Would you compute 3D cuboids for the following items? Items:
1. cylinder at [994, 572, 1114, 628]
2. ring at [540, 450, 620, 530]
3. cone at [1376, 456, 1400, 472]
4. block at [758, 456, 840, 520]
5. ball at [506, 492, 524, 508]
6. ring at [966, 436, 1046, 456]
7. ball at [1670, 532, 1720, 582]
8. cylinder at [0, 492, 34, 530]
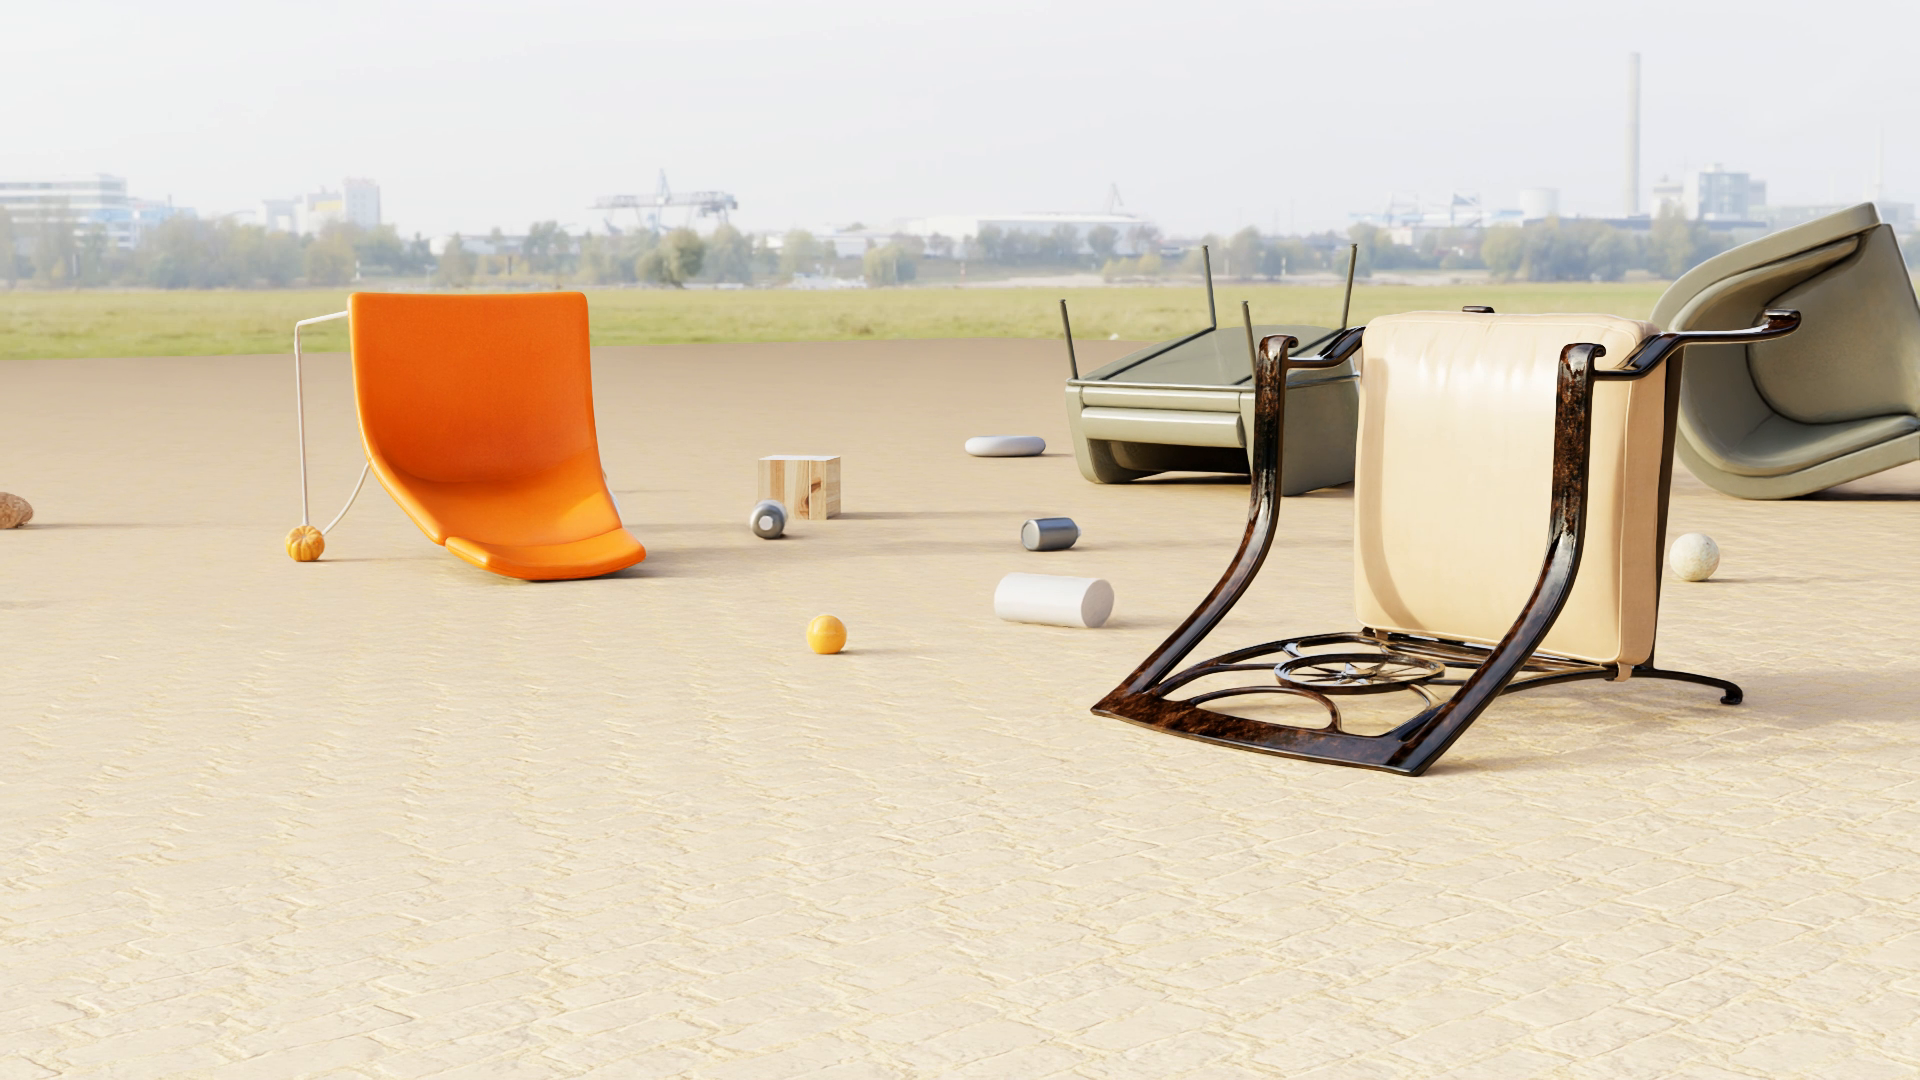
[{"bbox_3d":[0.178,0.114,4.857,0.192,0.091,0.123,4,17,34],"label":"cylinder"},{"bbox_3d":[-0.985,-0.128,6.663,0.096,0.253,0.297,-45,-3,-11],"label":"ring"},{"bbox_3d":[1.452,-0.242,8.636,0.085,0.054,0.053,24,-20,30],"label":"cone"},{"bbox_3d":[-0.439,-0.145,7.028,0.190,0.161,0.165,1,6,11],"label":"block"},{"bbox_3d":[-1.262,-0.113,7.262,0.050,0.050,0.050,0,6,0],"label":"ball"},{"bbox_3d":[0.167,-0.345,9.417,0.322,0.072,0.234,-3,6,-32],"label":"ring"},{"bbox_3d":[1.587,0.036,5.542,0.106,0.106,0.106,0,6,0],"label":"ball"},{"bbox_3d":[-2.524,-0.077,6.735,0.142,0.081,0.163,14,4,-7],"label":"cylinder"}]
